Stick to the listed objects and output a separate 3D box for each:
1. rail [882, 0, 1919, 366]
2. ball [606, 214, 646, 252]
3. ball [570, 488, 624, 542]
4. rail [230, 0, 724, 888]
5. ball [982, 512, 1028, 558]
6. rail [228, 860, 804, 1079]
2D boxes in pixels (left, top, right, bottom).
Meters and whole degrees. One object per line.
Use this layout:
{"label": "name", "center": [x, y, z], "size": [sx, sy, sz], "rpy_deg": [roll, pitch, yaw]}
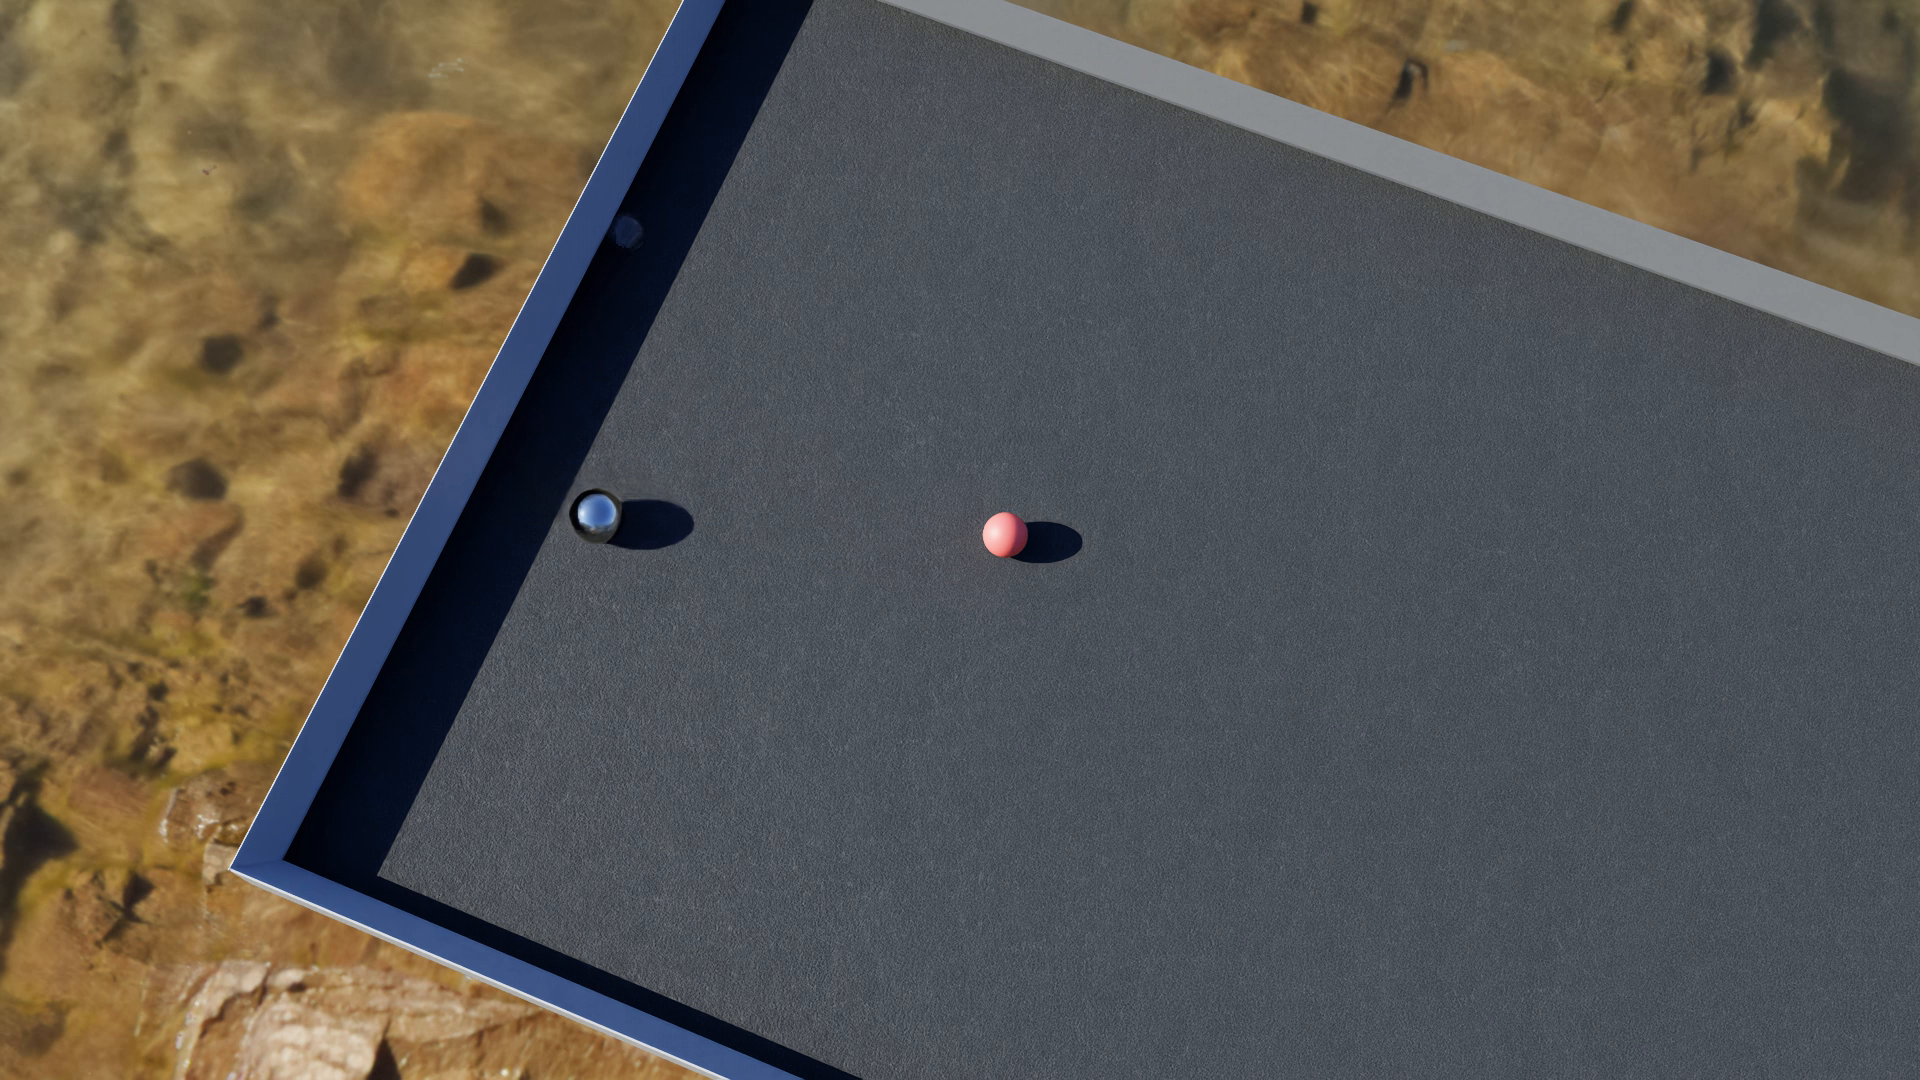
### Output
{"label": "rail", "center": [1.051, -0.486, 3.587], "size": [3.126, 0.111, 0.045], "rpy_deg": [21, 72, 7]}
{"label": "ball", "center": [-0.550, -0.506, 3.620], "size": [0.063, 0.063, 0.063], "rpy_deg": [0, 70, 0]}
{"label": "ball", "center": [-0.568, -0.038, 3.441], "size": [0.085, 0.085, 0.085], "rpy_deg": [0, 70, 0]}
{"label": "rail", "center": [-0.702, -0.275, 3.511], "size": [0.045, 0.111, 1.785], "rpy_deg": [21, 72, 7]}
{"label": "ball", "center": [0.071, -0.008, 3.437], "size": [0.071, 0.071, 0.071], "rpy_deg": [0, 70, 0]}
{"label": "rail", "center": [0.396, 1.029, 3.044], "size": [3.126, 0.111, 0.045], "rpy_deg": [21, 72, 7]}
